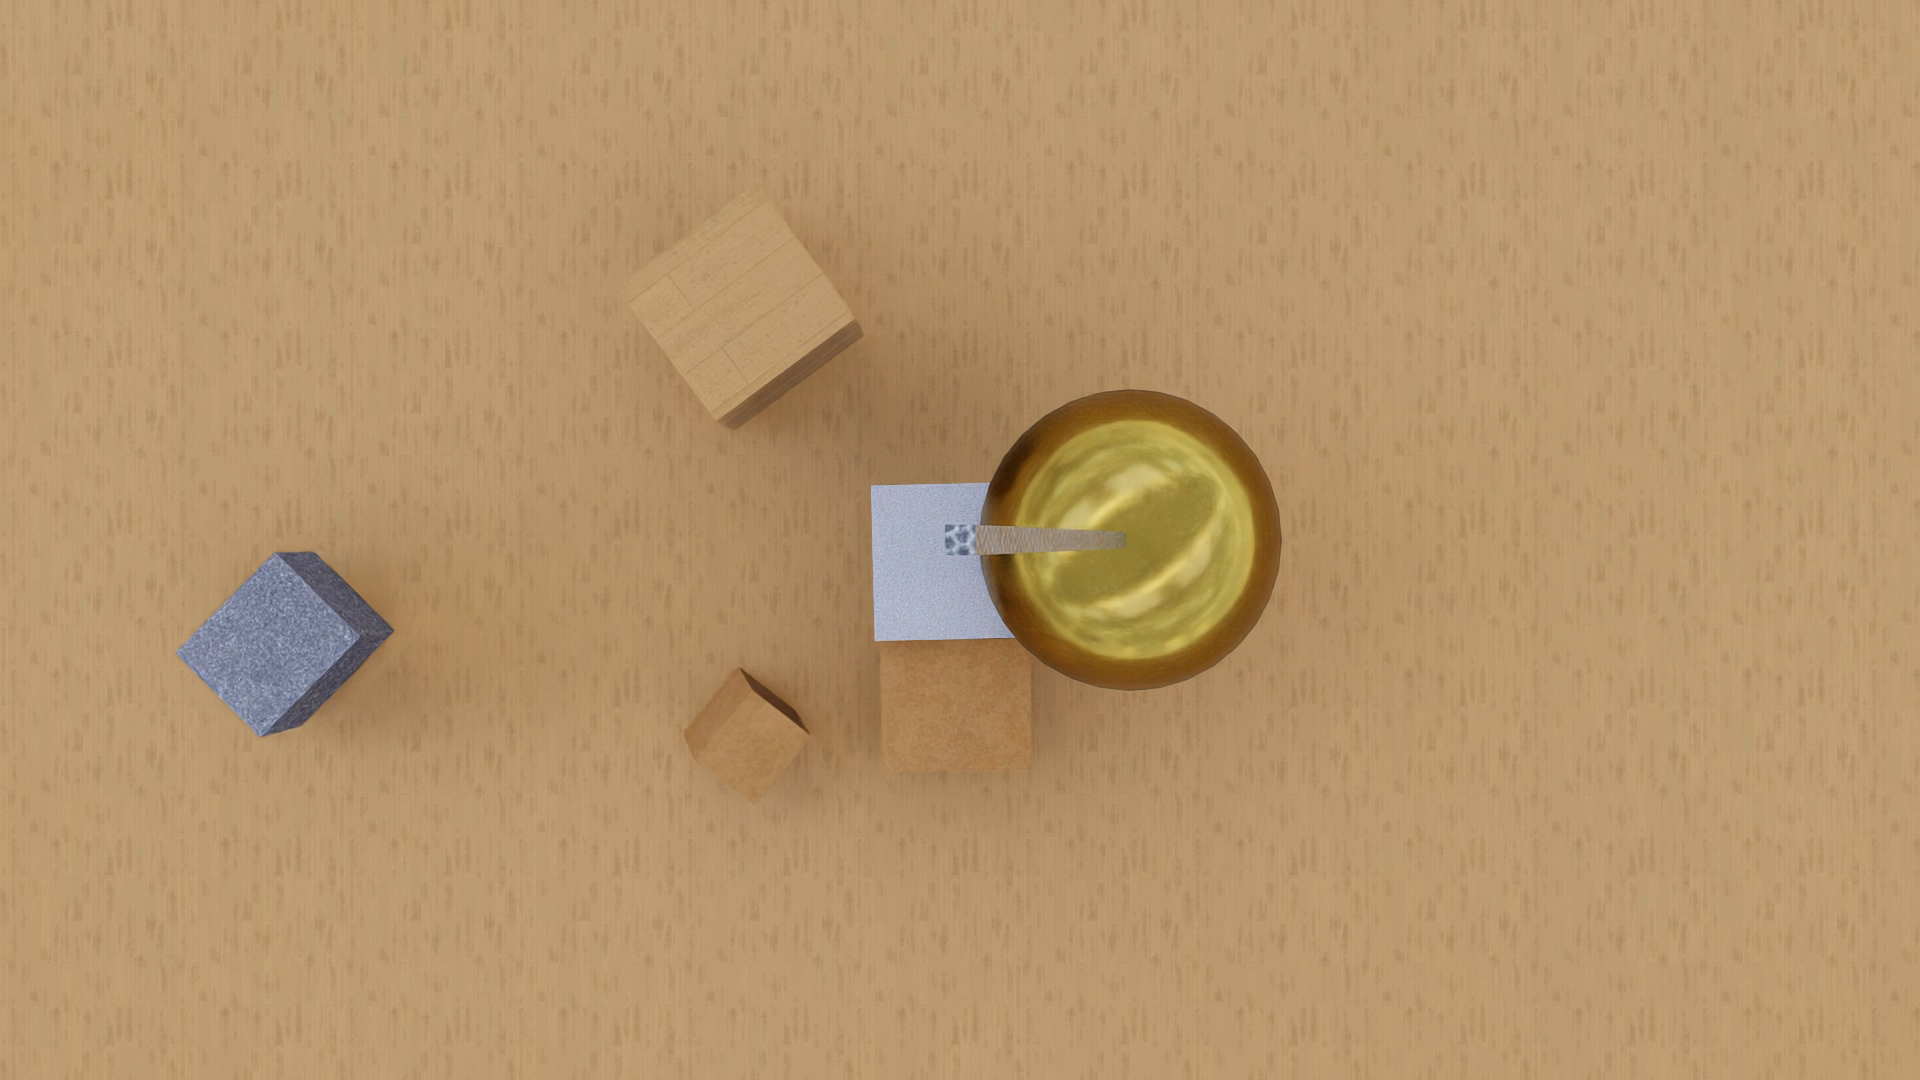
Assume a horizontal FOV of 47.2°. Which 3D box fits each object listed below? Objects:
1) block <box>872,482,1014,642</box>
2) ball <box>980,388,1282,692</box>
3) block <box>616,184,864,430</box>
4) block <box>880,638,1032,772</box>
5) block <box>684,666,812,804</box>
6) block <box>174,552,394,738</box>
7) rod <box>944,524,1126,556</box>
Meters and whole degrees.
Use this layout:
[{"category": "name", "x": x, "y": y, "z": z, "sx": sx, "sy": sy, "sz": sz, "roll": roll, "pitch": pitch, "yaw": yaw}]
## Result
[{"category": "block", "x": -0.089, "y": 0.120, "z": 12.591, "sx": 0.789, "sy": 0.819, "sz": 0.861, "roll": -1, "pitch": 90, "yaw": 0}, {"category": "ball", "x": 0.897, "y": 0.000, "z": 11.645, "sx": 1.600, "sy": 1.600, "sz": 1.600, "roll": 0, "pitch": 90, "yaw": 0}, {"category": "block", "x": -1.220, "y": -1.295, "z": 12.487, "sx": 0.952, "sy": 1.027, "sz": 0.914, "roll": -36, "pitch": 90, "yaw": 0}, {"category": "block", "x": -0.023, "y": 0.921, "z": 12.645, "sx": 0.838, "sy": 0.710, "sz": 0.735, "roll": -1, "pitch": 90, "yaw": 0}, {"category": "block", "x": -1.231, "y": 1.125, "z": 12.687, "sx": 0.449, "sy": 0.509, "sz": 0.510, "roll": 40, "pitch": 90, "yaw": -19}, {"category": "block", "x": -3.857, "y": 0.584, "z": 12.624, "sx": 0.670, "sy": 0.753, "sz": 0.791, "roll": 45, "pitch": 90, "yaw": 0}, {"category": "rod", "x": 0.389, "y": 0.000, "z": 8.283, "sx": 0.080, "sy": 5.200, "sz": 0.080, "roll": 0, "pitch": 90, "yaw": 9}]
